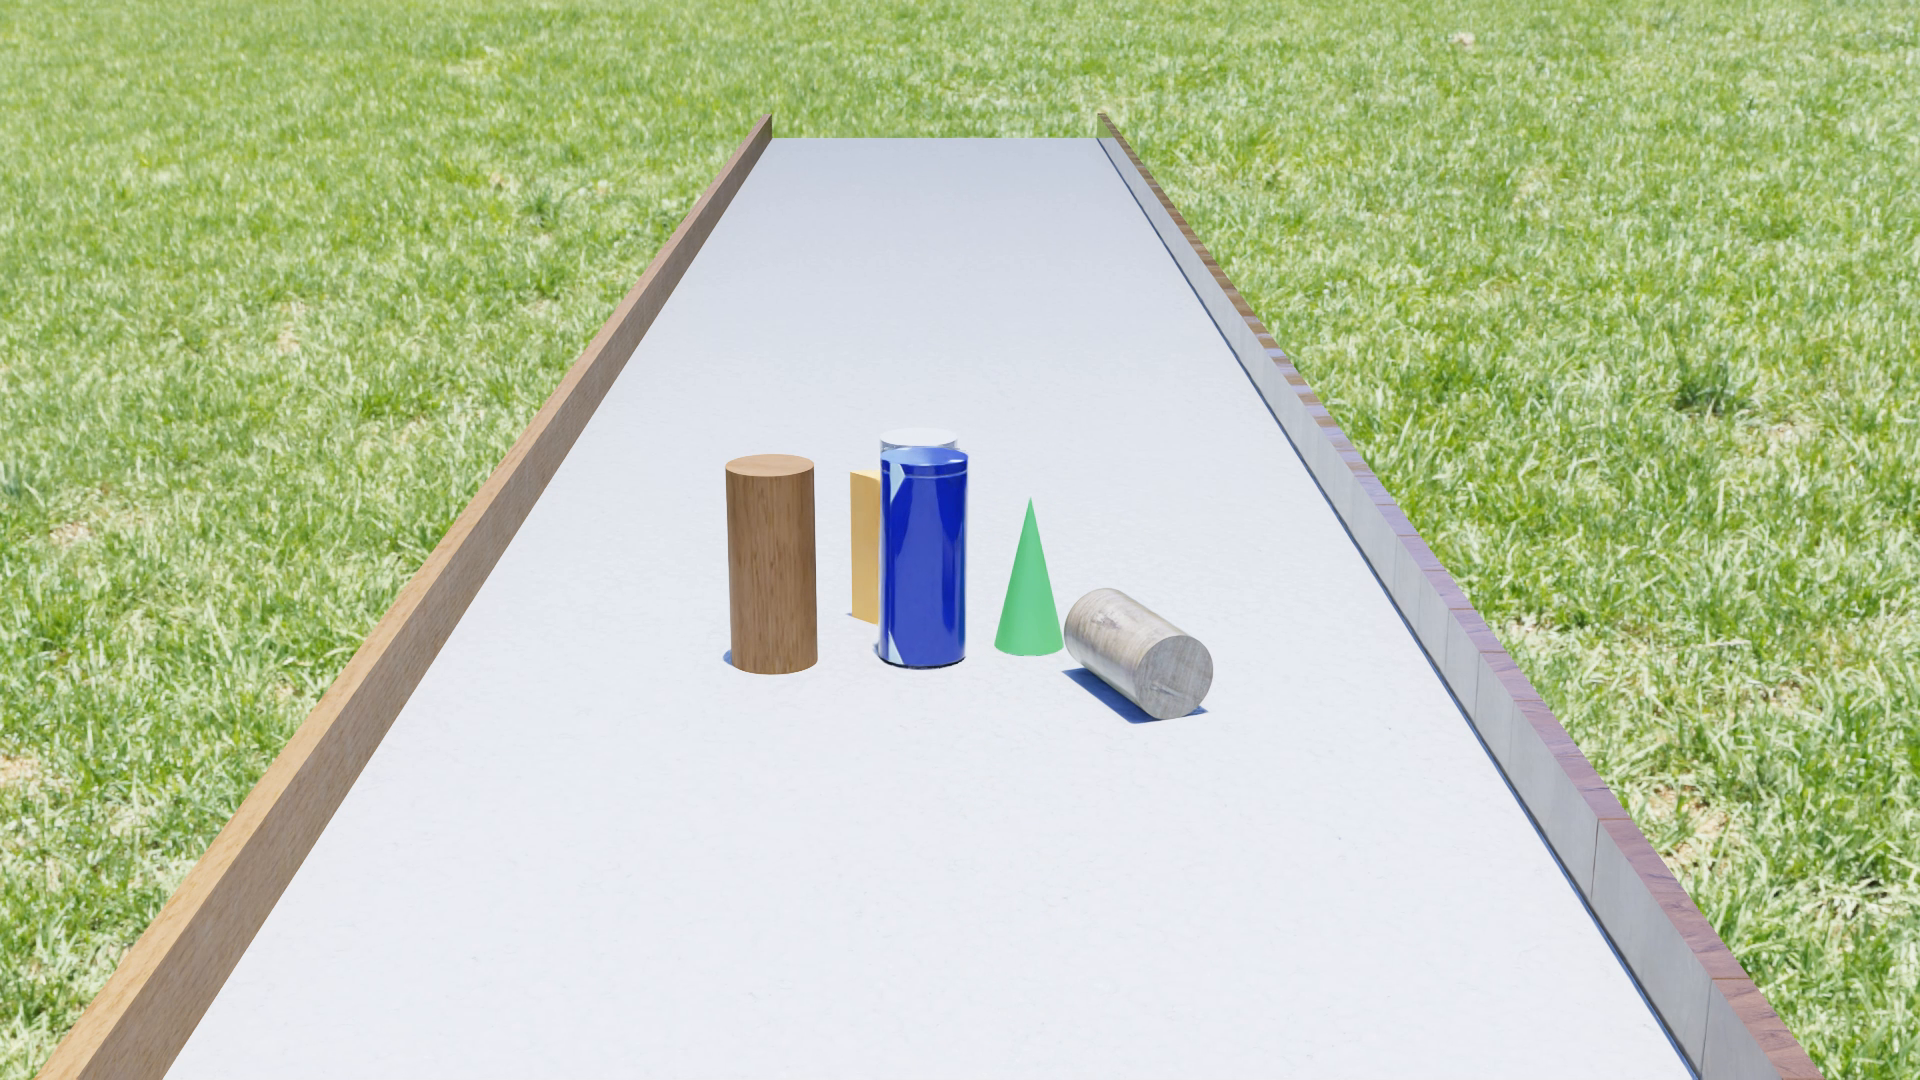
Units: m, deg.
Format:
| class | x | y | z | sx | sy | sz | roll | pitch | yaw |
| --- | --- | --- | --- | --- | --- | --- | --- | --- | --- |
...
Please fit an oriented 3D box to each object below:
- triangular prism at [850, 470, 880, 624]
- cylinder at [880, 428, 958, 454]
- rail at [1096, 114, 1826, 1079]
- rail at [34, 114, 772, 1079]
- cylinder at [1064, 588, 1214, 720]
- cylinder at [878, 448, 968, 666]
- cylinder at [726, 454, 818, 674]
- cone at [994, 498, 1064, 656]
| class | x | y | z | sx | sy | sz | roll | pitch | yaw |
| --- | --- | --- | --- | --- | --- | --- | --- | --- | --- |
| triangular prism | -0.170 | 0.011 | 4.629 | 0.091 | 0.319 | 0.078 | 16 | 23 | 43 |
| cylinder | -0.091 | -0.066 | 4.862 | 0.172 | 0.335 | 0.172 | 0 | 17 | 0 |
| rail | 0.932 | -0.844 | 7.801 | 0.050 | 0.150 | 12.000 | 0 | 17 | -1 |
| rail | -1.118 | -0.838 | 7.780 | 0.050 | 0.150 | 12.000 | 0 | 17 | -1 |
| cylinder | 0.339 | 0.214 | 4.217 | 0.165 | 0.165 | 0.309 | -7 | 18 | -21 |
| cylinder | -0.073 | 0.031 | 4.394 | 0.177 | 0.407 | 0.177 | 1 | 14 | 0 |
| cylinder | -0.372 | 0.047 | 4.358 | 0.174 | 0.405 | 0.174 | 0 | 17 | 0 |
| cone | 0.142 | 0.062 | 4.461 | 0.144 | 0.318 | 0.144 | 0 | 17 | 0 |
